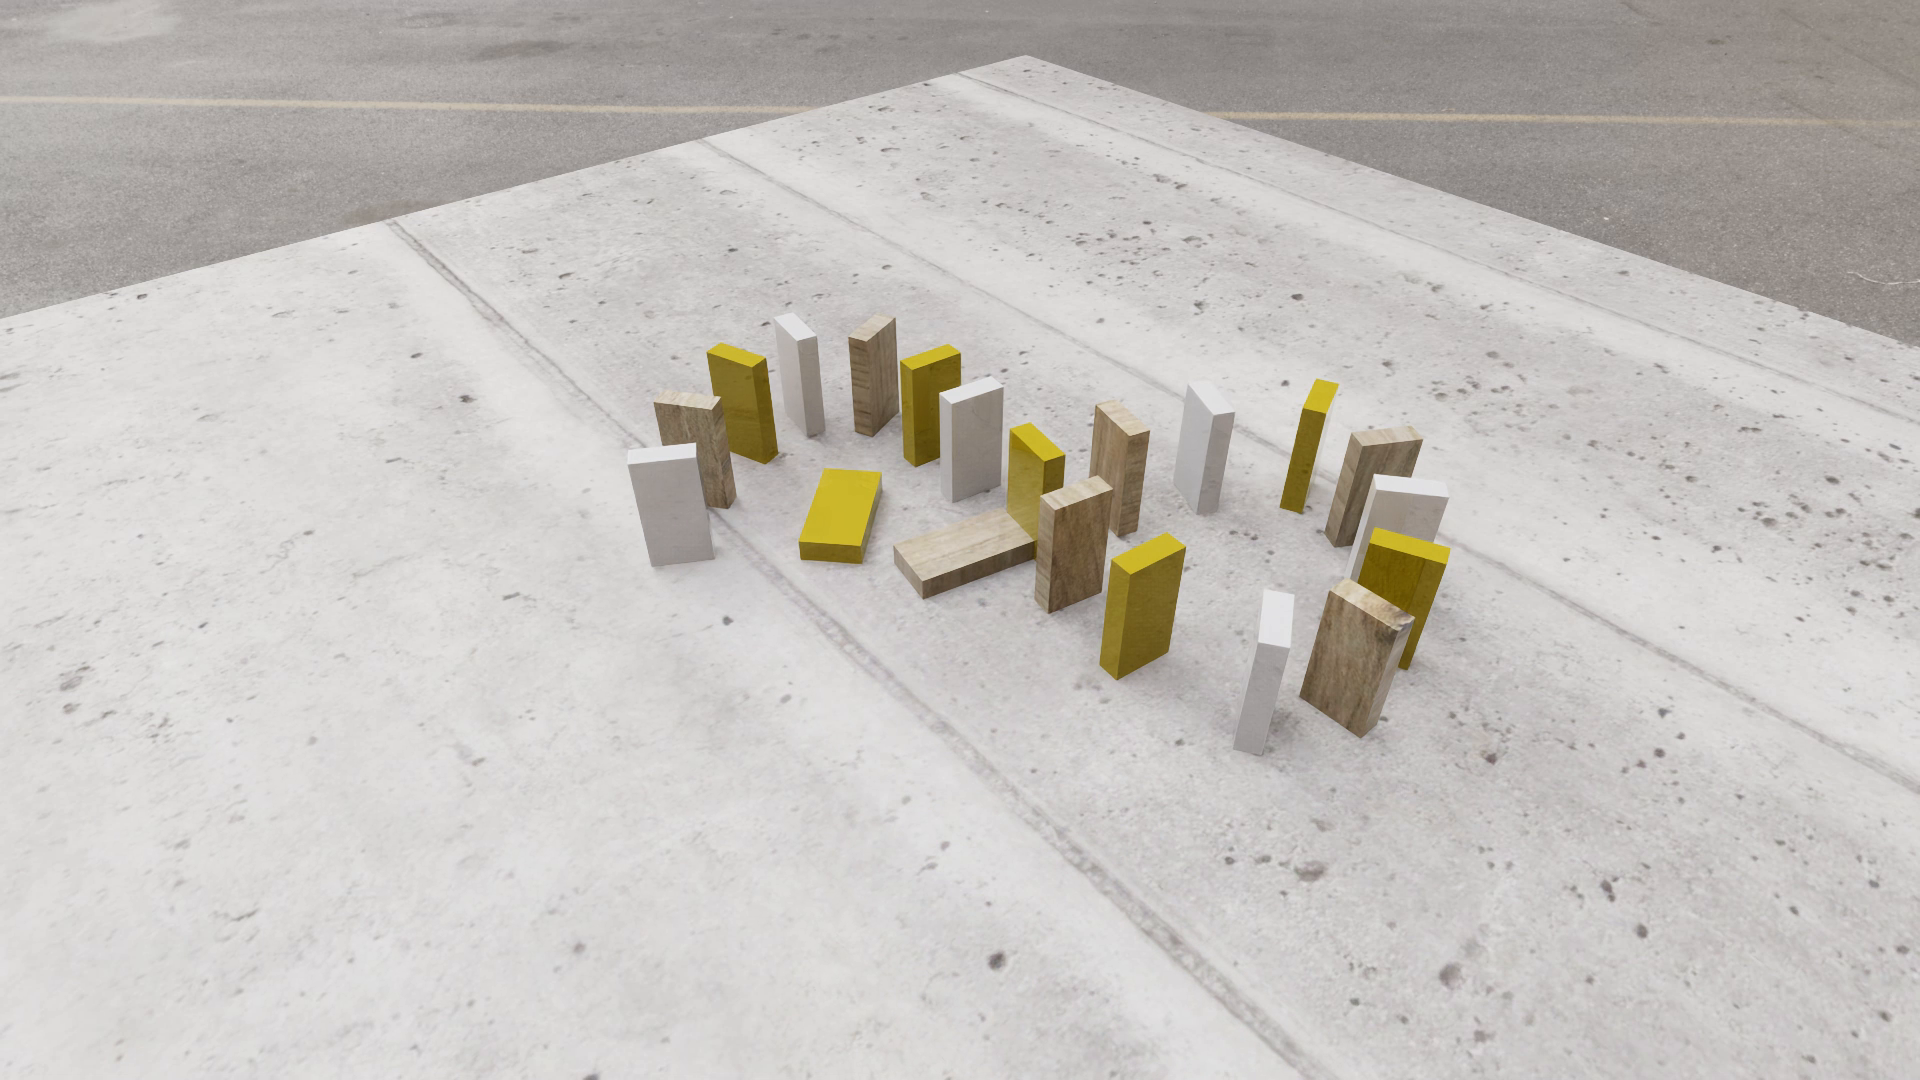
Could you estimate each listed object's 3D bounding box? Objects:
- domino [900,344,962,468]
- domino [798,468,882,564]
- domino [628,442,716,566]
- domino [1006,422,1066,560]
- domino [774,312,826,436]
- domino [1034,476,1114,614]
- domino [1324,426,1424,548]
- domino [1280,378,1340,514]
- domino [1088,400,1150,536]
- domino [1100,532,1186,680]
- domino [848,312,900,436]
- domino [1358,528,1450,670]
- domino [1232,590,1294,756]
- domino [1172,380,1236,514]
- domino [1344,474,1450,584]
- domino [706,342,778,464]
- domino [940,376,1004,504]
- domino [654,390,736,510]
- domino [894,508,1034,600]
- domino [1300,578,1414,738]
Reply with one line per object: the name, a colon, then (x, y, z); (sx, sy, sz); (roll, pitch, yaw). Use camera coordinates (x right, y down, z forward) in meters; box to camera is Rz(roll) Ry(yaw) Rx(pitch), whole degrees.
domino: (-0.012, -0.059, 0.483); (0.025, 0.050, 0.010); (-24, 45, -26)
domino: (-0.049, -0.011, 0.456); (0.025, 0.010, 0.050); (4, 39, 5)
domino: (-0.112, -0.013, 0.427); (0.025, 0.050, 0.010); (-7, 40, -8)
domino: (0.029, -0.018, 0.434); (0.010, 0.050, 0.025); (-19, 43, -22)
domino: (-0.073, -0.076, 0.504); (0.009, 0.050, 0.025); (-21, 44, -24)
domino: (0.042, 0.002, 0.409); (0.025, 0.050, 0.010); (-20, 43, -23)
domino: (0.164, -0.021, 0.437); (0.025, 0.050, 0.009); (-7, 40, -8)
domino: (0.146, -0.039, 0.459); (0.009, 0.050, 0.025); (17, 42, 20)
domino: (0.064, -0.029, 0.447); (0.010, 0.050, 0.025); (-17, 42, -20)
domino: (0.063, 0.024, 0.383); (0.025, 0.050, 0.010); (-24, 45, -26)
domino: (-0.039, -0.075, 0.503); (0.009, 0.050, 0.025); (18, 43, 21)
domino: (0.151, 0.021, 0.386); (0.025, 0.050, 0.010); (18, 43, 20)
domino: (0.099, 0.044, 0.358); (0.009, 0.050, 0.025); (10, 40, 12)
domino: (0.101, -0.038, 0.458); (0.010, 0.050, 0.025); (-9, 40, -11)
domino: (0.163, 0.000, 0.412); (0.025, 0.050, 0.010); (7, 40, 8)
domino: (-0.095, -0.060, 0.484); (0.025, 0.050, 0.009); (21, 44, 23)
domino: (0.005, -0.042, 0.462); (0.025, 0.050, 0.010); (-21, 44, -24)
domino: (-0.109, -0.037, 0.457); (0.025, 0.050, 0.009); (8, 40, 10)
domino: (0.002, 0.005, 0.438); (0.050, 0.010, 0.025); (-19, 43, -22)
domino: (0.130, 0.039, 0.363); (0.010, 0.050, 0.025); (-28, 47, -30)
